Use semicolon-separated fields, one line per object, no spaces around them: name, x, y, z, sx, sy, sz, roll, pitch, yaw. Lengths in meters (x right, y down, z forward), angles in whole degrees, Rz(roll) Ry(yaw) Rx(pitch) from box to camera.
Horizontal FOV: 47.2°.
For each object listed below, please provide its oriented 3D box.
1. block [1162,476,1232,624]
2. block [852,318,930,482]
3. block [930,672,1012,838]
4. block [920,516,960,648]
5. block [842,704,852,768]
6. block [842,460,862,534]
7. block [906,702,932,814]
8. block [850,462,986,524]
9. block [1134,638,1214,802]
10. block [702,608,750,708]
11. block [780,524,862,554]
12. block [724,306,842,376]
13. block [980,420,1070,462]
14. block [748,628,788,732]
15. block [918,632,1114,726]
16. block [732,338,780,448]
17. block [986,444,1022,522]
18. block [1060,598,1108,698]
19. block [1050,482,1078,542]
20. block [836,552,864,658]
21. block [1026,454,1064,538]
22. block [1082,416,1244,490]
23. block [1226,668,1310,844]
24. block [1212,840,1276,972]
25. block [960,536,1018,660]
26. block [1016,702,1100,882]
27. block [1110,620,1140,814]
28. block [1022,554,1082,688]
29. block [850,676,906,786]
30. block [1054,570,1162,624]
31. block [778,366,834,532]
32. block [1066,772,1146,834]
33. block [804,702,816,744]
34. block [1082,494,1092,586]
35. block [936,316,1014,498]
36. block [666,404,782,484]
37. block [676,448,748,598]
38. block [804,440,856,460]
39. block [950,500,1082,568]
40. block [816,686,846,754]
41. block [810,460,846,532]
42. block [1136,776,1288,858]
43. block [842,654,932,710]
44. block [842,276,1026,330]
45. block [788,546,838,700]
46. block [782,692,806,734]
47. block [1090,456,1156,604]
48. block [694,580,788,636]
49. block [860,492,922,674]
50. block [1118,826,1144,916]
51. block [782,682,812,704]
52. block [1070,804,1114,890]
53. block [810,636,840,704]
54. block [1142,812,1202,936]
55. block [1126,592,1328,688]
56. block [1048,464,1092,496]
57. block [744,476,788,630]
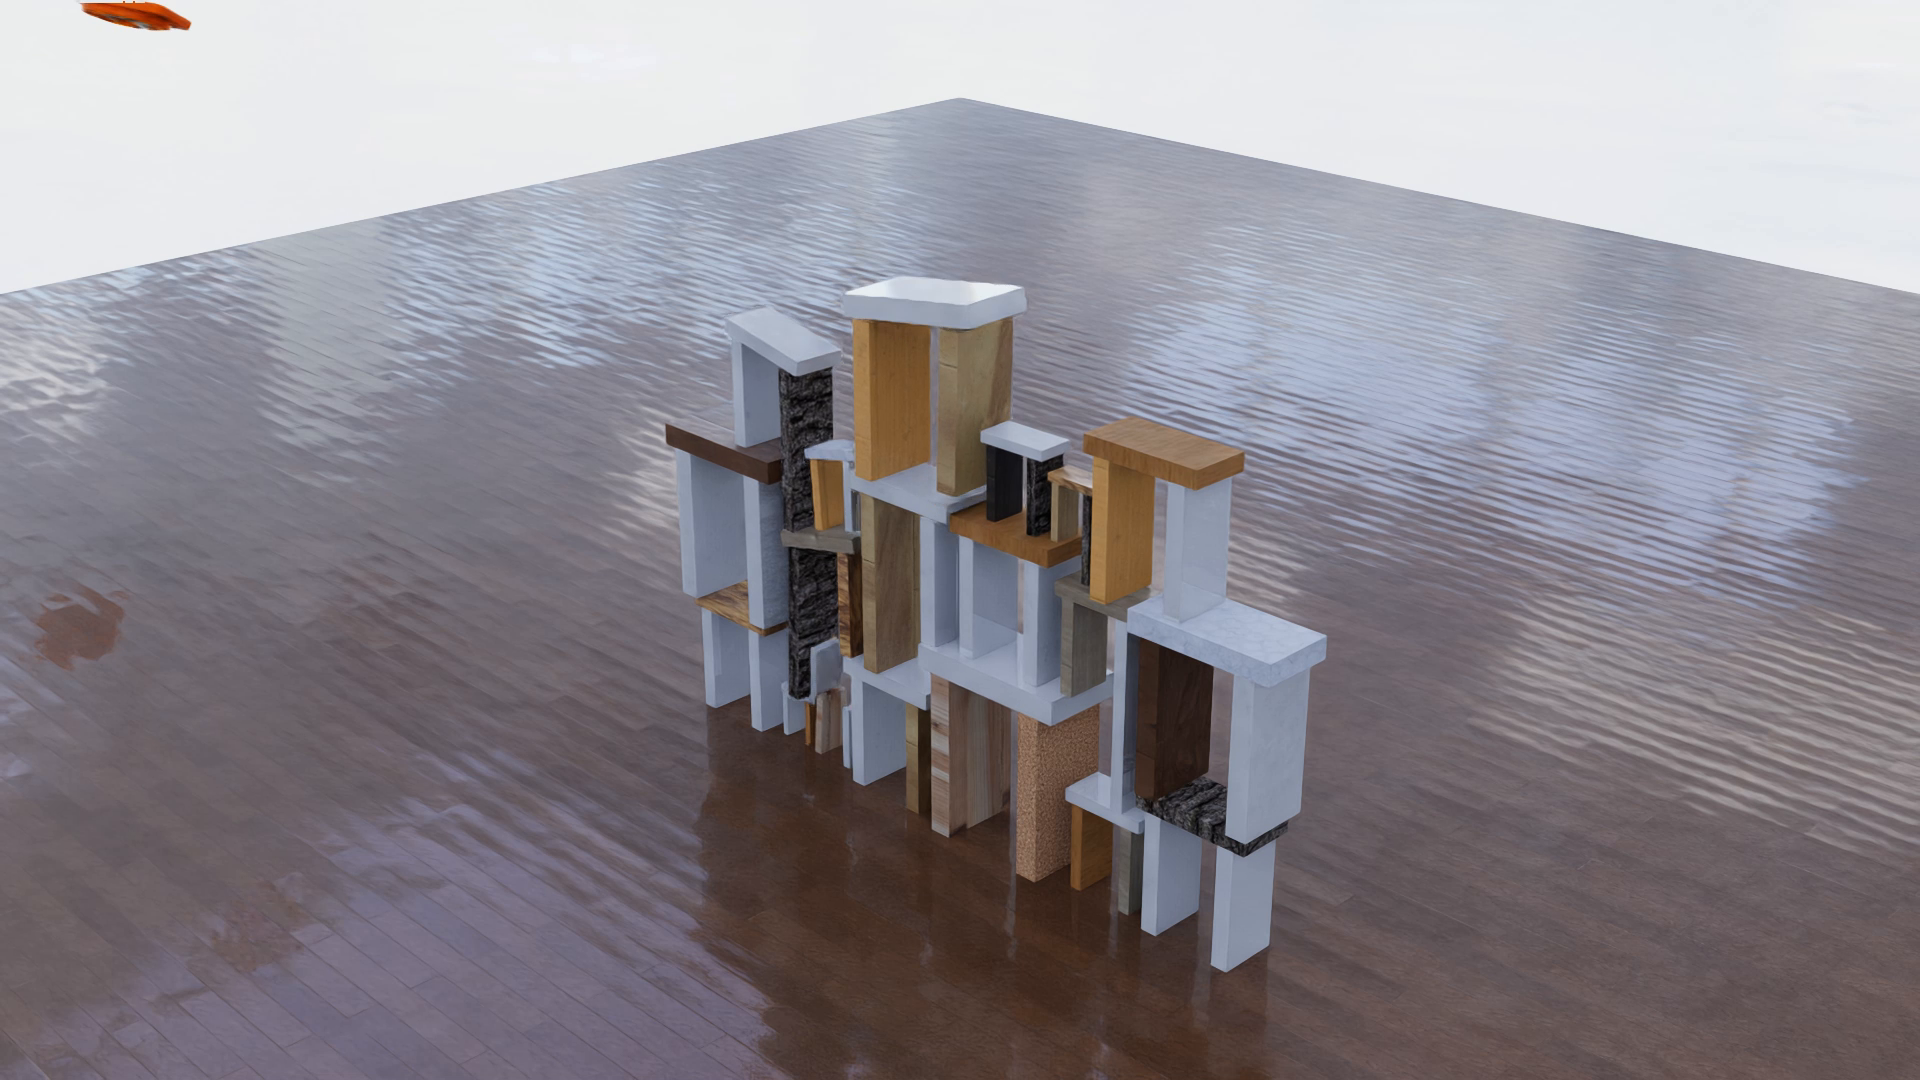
block;0.409;0.005;3.784;0.036;0.254;0.127;21;31;41
block;-0.130;-0.287;4.234;0.045;0.319;0.159;21;31;40
block;0.023;0.400;4.370;0.050;0.350;0.175;21;31;41
block;-0.016;0.064;4.248;0.037;0.264;0.132;21;31;40
block;-0.215;0.407;4.628;0.019;0.136;0.068;21;31;41
block;-0.198;-0.096;4.402;0.021;0.149;0.075;19;29;42
block;-0.053;0.421;4.456;0.034;0.243;0.122;21;31;41
block;-0.074;-0.101;4.251;0.264;0.037;0.132;21;31;40
block;0.385;0.297;3.935;0.044;0.312;0.156;21;31;41
block;-0.512;0.244;4.884;0.034;0.237;0.118;21;31;41
block;-0.251;-0.011;4.490;0.113;0.032;0.226;-21;18;-41
block;-0.358;-0.402;4.437;0.114;0.032;0.228;-20;41;-40
block;0.118;-0.181;4.023;0.151;0.021;0.076;20;31;39
block;-0.400;0.287;4.781;0.034;0.237;0.118;21;31;41
block;0.105;0.248;4.215;0.350;0.050;0.175;21;31;40
block;-0.413;-0.315;4.535;0.114;0.228;0.032;-21;31;-40
block;0.083;-0.116;4.089;0.021;0.151;0.076;21;31;40
block;0.230;0.184;4.055;0.028;0.194;0.097;21;31;40
block;0.191;-0.058;4.001;0.016;0.113;0.057;21;31;40
block;-0.195;0.117;4.485;0.113;0.226;0.032;-21;30;-41
block;0.155;-0.088;4.025;0.021;0.151;0.076;21;31;40
block;0.349;-0.151;3.783;0.254;0.036;0.127;21;31;41
block;0.532;0.354;3.800;0.156;0.312;0.044;-21;31;-41
block;0.508;0.638;3.939;0.035;0.248;0.124;21;31;41
block;0.055;0.092;4.202;0.035;0.248;0.124;21;31;40
block;0.188;0.464;4.218;0.050;0.350;0.175;21;31;41
block;0.321;0.309;4.008;0.028;0.388;0.097;21;31;41
block;0.173;0.138;4.094;0.035;0.248;0.124;21;31;40
block;-0.168;0.377;4.562;0.121;0.243;0.034;-21;31;-41
block;0.275;0.100;3.969;0.194;0.028;0.097;21;31;41
block;-0.310;-0.194;4.474;0.114;0.347;0.032;-22;32;-40
block;0.294;0.490;4.109;0.181;0.026;0.090;21;31;41
block;-0.309;0.385;4.724;0.014;0.101;0.050;20;30;38
block;0.245;-0.008;3.963;0.016;0.175;0.057;21;31;41
block;0.027;-0.254;4.090;0.045;0.319;0.159;19;29;36
block;-0.448;-0.203;4.626;0.168;0.048;0.337;-21;31;-40
block;-0.528;-0.058;4.774;0.048;0.337;0.168;21;31;40
block;-0.235;-0.180;4.409;0.075;0.021;0.149;-21;16;-40
block;0.113;-0.016;4.094;0.248;0.035;0.124;21;31;40
block;-0.275;0.383;4.684;0.068;0.136;0.019;-21;35;-41
block;-0.264;-0.100;4.473;0.075;0.149;0.021;-21;26;-41
block;0.450;0.485;3.938;0.248;0.035;0.124;21;31;41
block;-0.110;0.271;4.455;0.243;0.034;0.121;21;31;41
block;-0.049;-0.443;4.093;0.319;0.045;0.159;11;24;42
block;-0.307;0.161;4.626;0.113;0.348;0.032;-22;34;-40
block;-0.359;0.367;4.765;0.014;0.101;0.050;22;31;41
block;0.289;-0.033;3.898;0.036;0.272;0.127;21;31;41
block;-0.456;0.141;4.780;0.237;0.034;0.118;21;31;40
block;-0.134;0.069;4.395;0.037;0.386;0.132;21;31;41
block;0.337;0.602;4.110;0.026;0.181;0.090;21;31;41
block;-0.332;0.323;4.722;0.050;0.014;0.101;-20;29;-40
block;0.252;0.569;4.188;0.026;0.181;0.090;21;31;41
block;-0.284;0.277;4.643;0.068;0.136;0.019;-24;41;-38
block;0.391;0.592;4.047;0.035;0.248;0.124;21;31;41
block;0.458;0.162;3.797;0.312;0.044;0.156;21;31;41
block;0.218;-0.106;3.951;0.057;0.016;0.113;-21;31;-40
block;-0.369;0.004;4.629;0.168;0.337;0.048;-21;31;-41
